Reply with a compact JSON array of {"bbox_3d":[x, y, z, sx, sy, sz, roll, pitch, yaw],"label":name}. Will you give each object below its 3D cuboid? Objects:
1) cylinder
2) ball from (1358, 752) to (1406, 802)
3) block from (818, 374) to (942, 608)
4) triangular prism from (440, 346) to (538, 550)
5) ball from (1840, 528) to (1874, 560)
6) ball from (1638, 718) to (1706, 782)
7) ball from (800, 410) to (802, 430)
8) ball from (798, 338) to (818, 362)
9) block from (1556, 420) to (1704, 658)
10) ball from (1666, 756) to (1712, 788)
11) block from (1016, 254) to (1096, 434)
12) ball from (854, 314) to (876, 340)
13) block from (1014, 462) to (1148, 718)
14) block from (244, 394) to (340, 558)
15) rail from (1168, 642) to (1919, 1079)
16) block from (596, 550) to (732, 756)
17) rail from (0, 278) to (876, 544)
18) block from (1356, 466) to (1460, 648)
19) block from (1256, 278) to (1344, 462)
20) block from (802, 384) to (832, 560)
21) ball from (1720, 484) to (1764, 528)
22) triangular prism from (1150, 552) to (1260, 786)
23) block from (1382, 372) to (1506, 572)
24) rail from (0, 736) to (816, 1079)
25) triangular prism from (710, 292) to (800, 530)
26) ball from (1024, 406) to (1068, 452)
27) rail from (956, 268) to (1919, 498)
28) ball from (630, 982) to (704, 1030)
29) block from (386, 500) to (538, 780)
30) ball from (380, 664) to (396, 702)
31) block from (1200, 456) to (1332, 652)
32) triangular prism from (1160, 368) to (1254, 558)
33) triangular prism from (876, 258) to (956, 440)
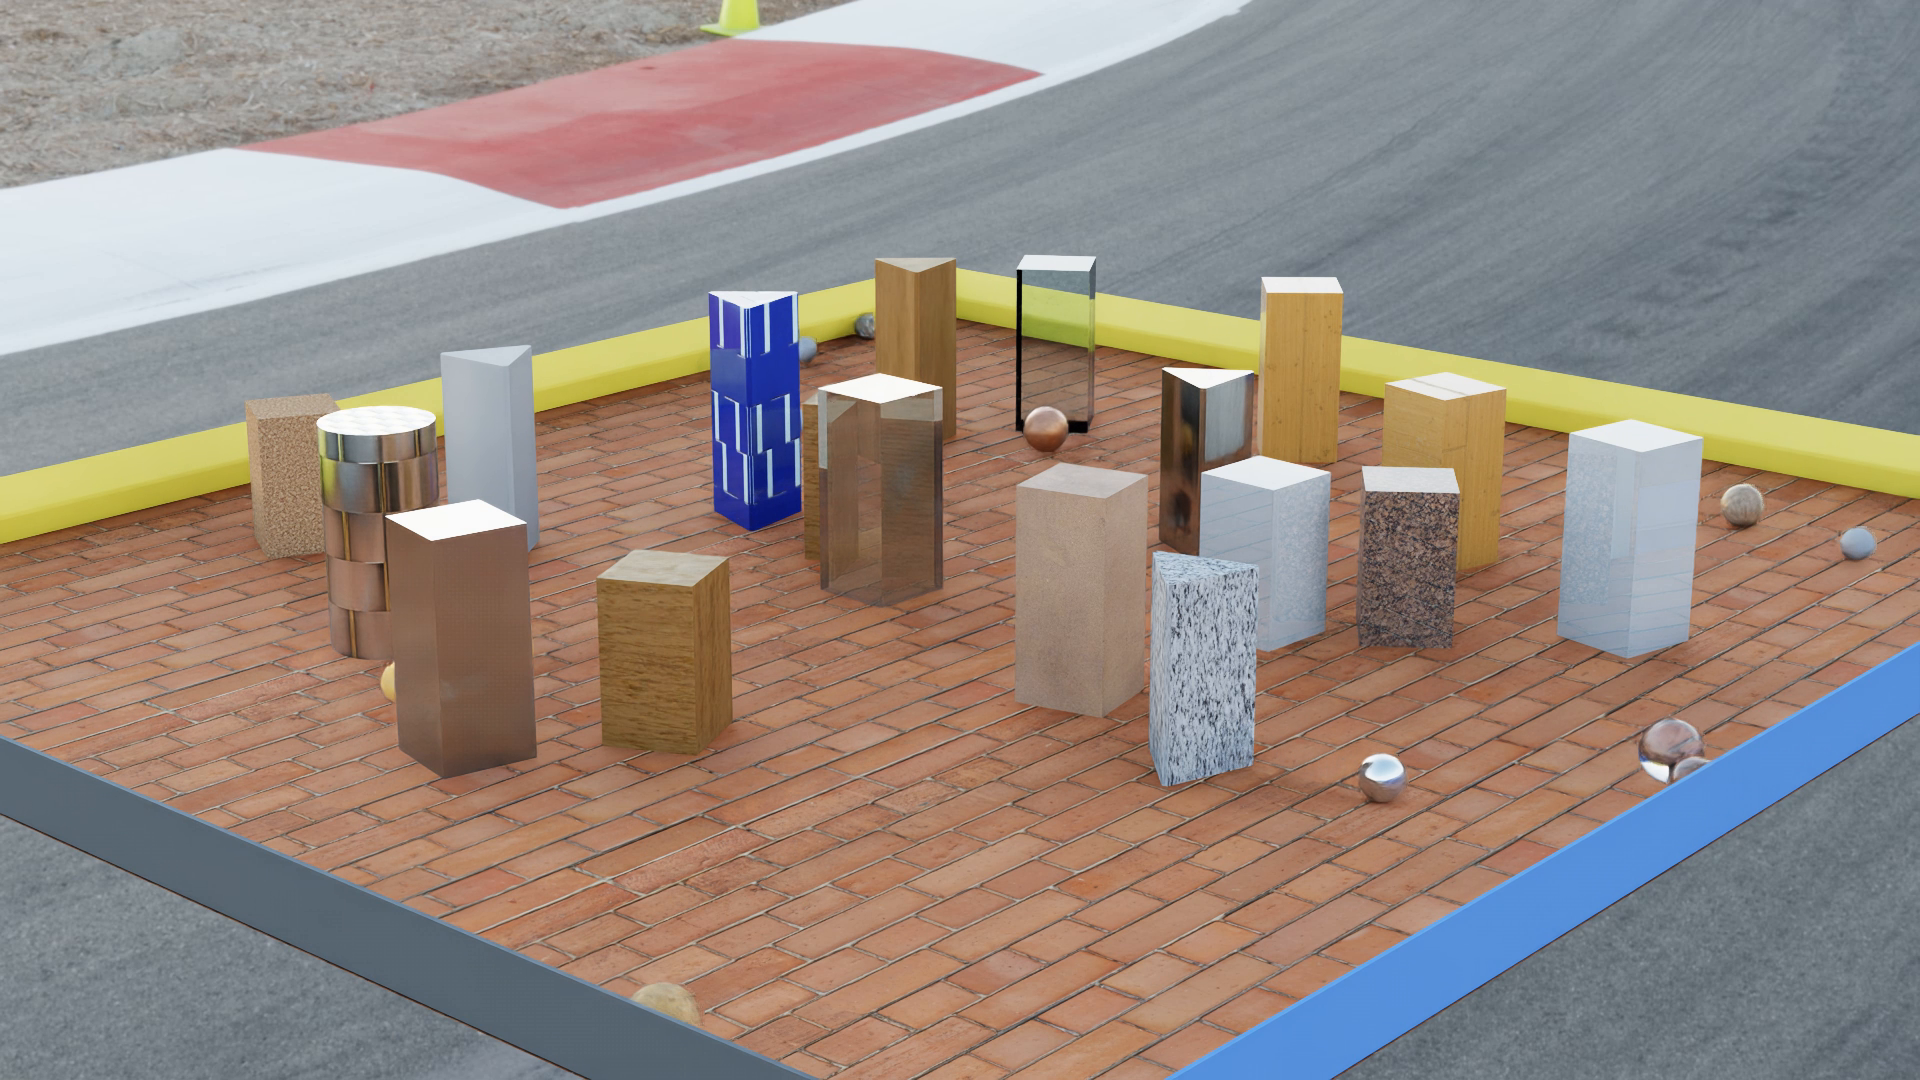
[{"bbox_3d":[-0.950,-0.013,4.826,0.190,0.380,0.190,0,17,0],"label":"cylinder"},{"bbox_3d":[0.604,0.340,4.195,0.070,0.070,0.070,0,17,0],"label":"ball"},{"bbox_3d":[-0.137,-0.088,5.101,0.152,0.364,0.152,15,23,41],"label":"block"},{"bbox_3d":[-0.826,-0.161,5.336,0.165,0.369,0.142,12,21,35],"label":"triangular prism"},{"bbox_3d":[1.626,0.007,5.314,0.059,0.059,0.059,0,17,0],"label":"ball"},{"bbox_3d":[1.034,0.307,4.261,0.095,0.095,0.095,0,17,0],"label":"ball"},{"bbox_3d":[-0.352,-0.253,6.188,0.052,0.052,0.052,0,17,0],"label":"ball"},{"bbox_3d":[-0.360,-0.440,6.797,0.058,0.058,0.058,0,17,0],"label":"ball"},{"bbox_3d":[1.107,-0.004,4.848,0.152,0.350,0.152,-12,21,-35],"label":"block"},{"bbox_3d":[1.043,0.346,4.160,0.078,0.078,0.078,0,17,0],"label":"ball"},{"bbox_3d":[0.203,-0.416,6.215,0.152,0.348,0.152,2,17,7],"label":"block"},{"bbox_3d":[-0.223,-0.511,7.026,0.060,0.060,0.060,0,17,0],"label":"ball"},{"bbox_3d":[0.189,0.076,4.577,0.152,0.353,0.152,9,19,27],"label":"block"},{"bbox_3d":[-1.215,-0.119,5.383,0.152,0.261,0.152,-7,18,-21],"label":"block"},{"bbox_3d":[1.137,0.316,4.176,0.045,0.123,3.340,14,22,39],"label":"rail"},{"bbox_3d":[-0.444,0.168,4.426,0.152,0.265,0.152,5,17,16],"label":"block"},{"bbox_3d":[-1.137,-0.255,6.066,0.045,0.123,3.340,14,22,39],"label":"rail"},{"bbox_3d":[0.744,0.028,4.886,0.152,0.267,0.152,1,17,5],"label":"block"},{"bbox_3d":[0.692,-0.348,5.984,0.152,0.351,0.152,0,17,2],"label":"block"},{"bbox_3d":[-0.189,-0.120,5.333,0.152,0.291,0.152,4,17,14],"label":"block"},{"bbox_3d":[1.471,-0.064,5.514,0.080,0.080,0.080,0,17,0],"label":"ball"},{"bbox_3d":[0.326,0.180,4.312,0.165,0.307,0.142,-11,20,-32],"label":"triangular prism"},{"bbox_3d":[0.867,-0.121,5.281,0.152,0.323,0.152,-11,20,-33],"label":"block"},{"bbox_3d":[-1.079,0.390,3.931,3.059,0.123,0.045,14,22,39],"label":"rail"},{"bbox_3d":[-0.409,-0.251,5.535,0.142,0.426,0.165,10,19,29],"label":"triangular prism"},{"bbox_3d":[0.178,-0.229,6.036,0.093,0.093,0.093,0,17,0],"label":"ball"},{"bbox_3d":[1.079,-0.329,6.311,3.059,0.123,0.045,14,22,39],"label":"rail"},{"bbox_3d":[-0.347,0.563,3.413,0.095,0.095,0.095,0,17,0],"label":"ball"},{"bbox_3d":[-0.736,0.145,4.331,0.152,0.364,0.152,-12,20,-34],"label":"block"},{"bbox_3d":[-0.873,0.223,4.589,0.066,0.066,0.066,0,17,0],"label":"ball"},{"bbox_3d":[0.507,0.021,4.892,0.152,0.277,0.152,16,23,42],"label":"block"},{"bbox_3d":[0.427,-0.145,5.358,0.142,0.325,0.165,13,21,36],"label":"triangular prism"},{"bbox_3d":[-0.070,-0.393,6.089,0.142,0.376,0.165,-10,20,-30],"label":"triangular prism"}]
